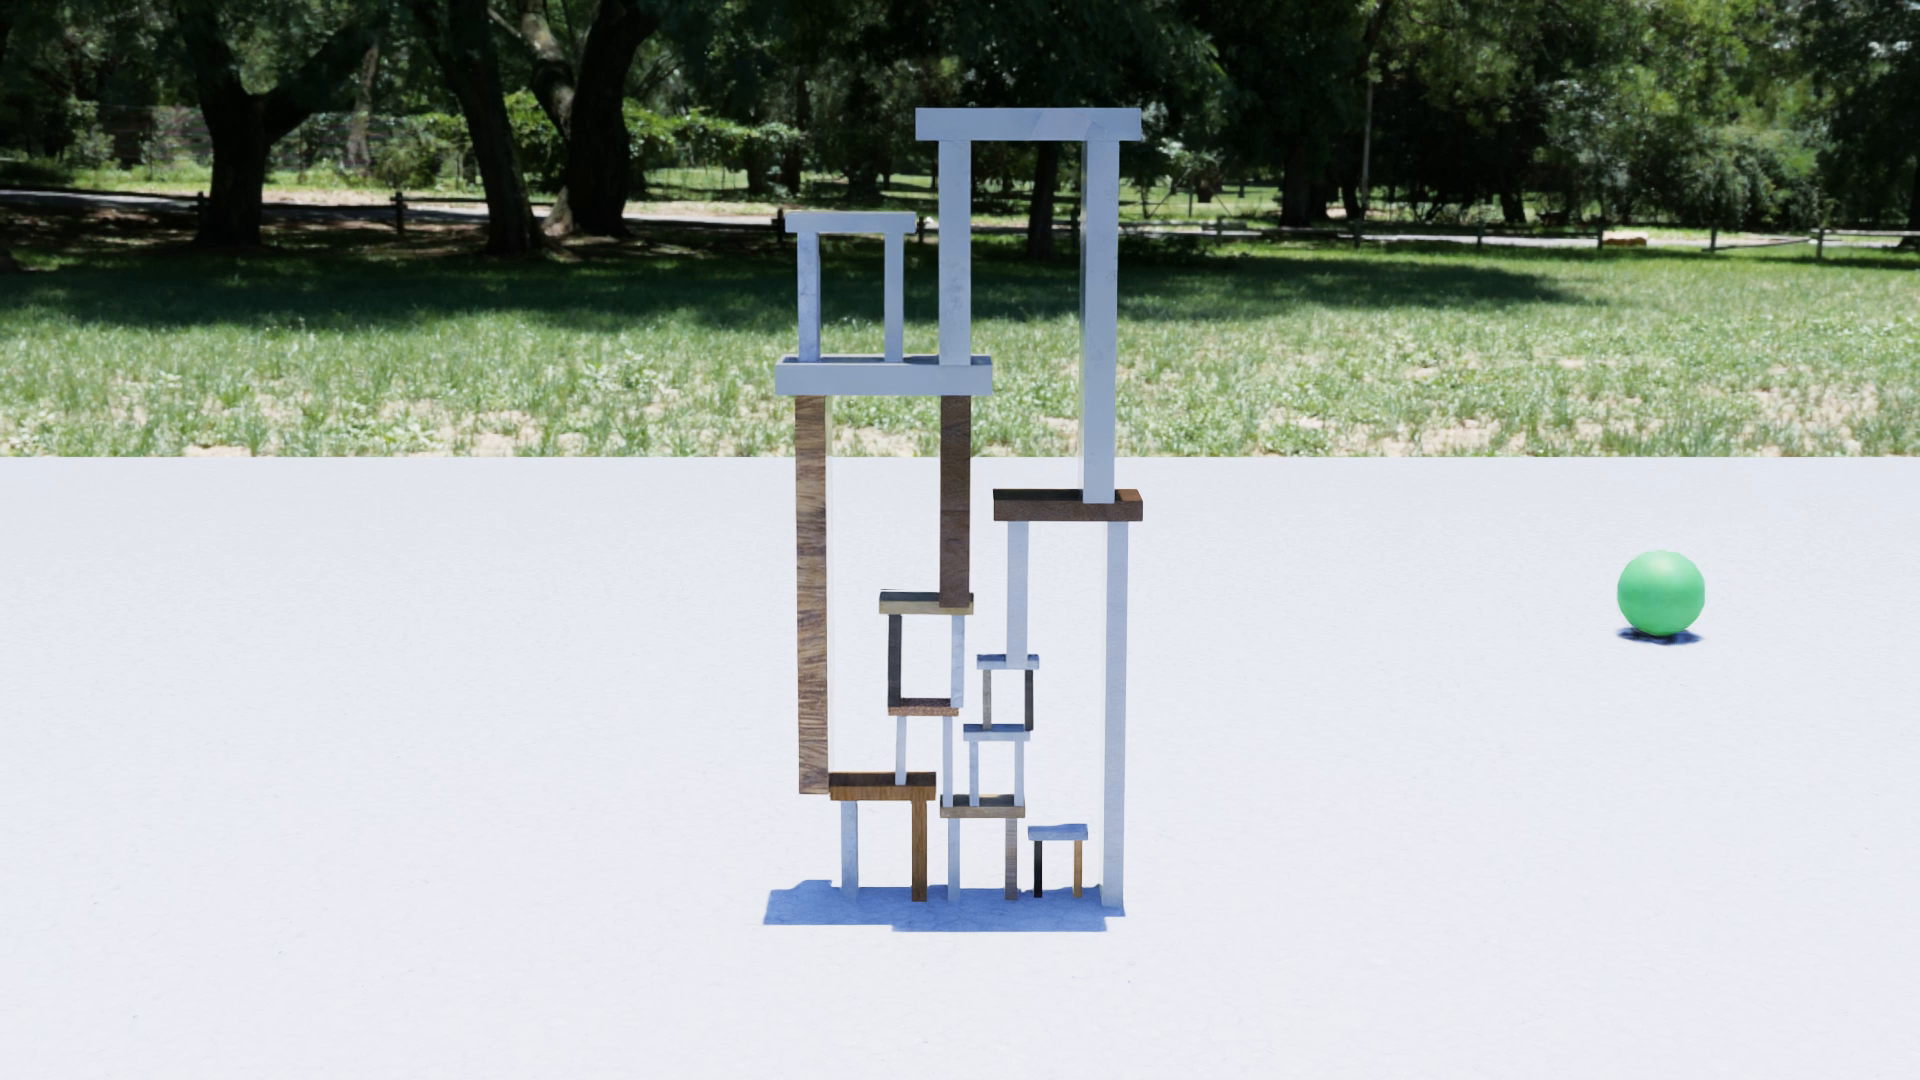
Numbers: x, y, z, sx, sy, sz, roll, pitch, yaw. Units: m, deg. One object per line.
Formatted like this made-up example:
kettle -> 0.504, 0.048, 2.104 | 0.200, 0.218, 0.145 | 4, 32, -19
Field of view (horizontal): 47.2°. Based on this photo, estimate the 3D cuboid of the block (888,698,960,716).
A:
block -> -0.059, 0.274, 3.604 | 0.116, 0.016, 0.058 | 0, 10, 0

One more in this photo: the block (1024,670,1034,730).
block -> 0.113, 0.257, 3.611 | 0.015, 0.103, 0.051 | 0, 11, 0

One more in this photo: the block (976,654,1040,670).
block -> 0.078, 0.199, 3.600 | 0.103, 0.015, 0.051 | 0, 11, 0

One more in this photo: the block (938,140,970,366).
block -> -0.009, -0.457, 3.473 | 0.049, 0.344, 0.172 | 0, 11, 0

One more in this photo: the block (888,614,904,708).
block -> -0.105, 0.189, 3.593 | 0.022, 0.154, 0.077 | 1, 11, 1

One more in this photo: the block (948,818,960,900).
block -> -0.010, 0.520, 3.658 | 0.020, 0.141, 0.071 | 0, 11, 0

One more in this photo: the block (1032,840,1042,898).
block -> 0.129, 0.541, 3.664 | 0.014, 0.099, 0.050 | 0, 11, 0

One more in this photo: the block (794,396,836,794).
block -> -0.234, 0.077, 3.571 | 0.048, 0.647, 0.169 | 0, 10, 0

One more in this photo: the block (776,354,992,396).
block -> -0.119, -0.264, 3.509 | 0.338, 0.048, 0.169 | 0, 11, 0

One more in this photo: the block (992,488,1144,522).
block -> 0.172, -0.057, 3.545 | 0.238, 0.034, 0.119 | 0, 11, 0

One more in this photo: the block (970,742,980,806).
block -> 0.023, 0.378, 3.626 | 0.016, 0.110, 0.055 | -1, 11, 0

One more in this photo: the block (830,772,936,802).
block -> -0.126, 0.407, 3.636 | 0.174, 0.025, 0.087 | 0, 11, 0

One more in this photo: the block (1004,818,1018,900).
block -> 0.085, 0.520, 3.658 | 0.020, 0.141, 0.071 | 0, 11, 0

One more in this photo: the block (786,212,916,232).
block -> -0.171, -0.502, 3.466 | 0.202, 0.029, 0.101 | 0, 11, -1

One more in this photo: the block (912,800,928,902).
block -> -0.067, 0.504, 3.657 | 0.025, 0.174, 0.087 | 0, 11, 0

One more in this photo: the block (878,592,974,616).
block -> -0.054, 0.103, 3.577 | 0.154, 0.022, 0.077 | 1, 10, 0

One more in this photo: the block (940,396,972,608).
block -> -0.008, -0.074, 3.545 | 0.048, 0.338, 0.169 | 0, 11, 0

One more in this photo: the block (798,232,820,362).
block -> -0.239, -0.388, 3.486 | 0.029, 0.203, 0.101 | 0, 11, 0

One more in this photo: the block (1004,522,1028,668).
block -> 0.092, 0.077, 3.570 | 0.034, 0.238, 0.119 | 0, 11, 0

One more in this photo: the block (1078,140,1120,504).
block -> 0.219, -0.350, 3.493 | 0.049, 0.562, 0.172 | 0, 11, 0

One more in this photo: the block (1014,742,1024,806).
block -> 0.097, 0.378, 3.626 | 0.016, 0.110, 0.055 | 0, 10, 0

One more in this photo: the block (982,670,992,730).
block -> 0.044, 0.257, 3.611 | 0.015, 0.103, 0.051 | 0, 10, 0

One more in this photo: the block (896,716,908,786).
block -> -0.096, 0.339, 3.615 | 0.016, 0.116, 0.058 | 1, 10, 0

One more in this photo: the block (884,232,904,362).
block -> -0.104, -0.388, 3.487 | 0.029, 0.202, 0.101 | 0, 11, 0

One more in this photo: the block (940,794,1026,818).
block -> 0.037, 0.441, 3.643 | 0.141, 0.020, 0.071 | 0, 10, 0

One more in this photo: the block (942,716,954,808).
block -> -0.020, 0.357, 3.619 | 0.016, 0.153, 0.058 | 0, 10, 1

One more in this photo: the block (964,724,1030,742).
block -> 0.060, 0.316, 3.615 | 0.110, 0.016, 0.055 | 0, 10, 0

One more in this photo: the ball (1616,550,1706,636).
ball -> 1.766, 0.133, 5.538 | 0.216, 0.216, 0.216 | 0, 11, 0

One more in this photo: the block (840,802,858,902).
block -> -0.183, 0.504, 3.657 | 0.025, 0.174, 0.087 | 0, 11, 0

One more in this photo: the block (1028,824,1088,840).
block -> 0.162, 0.485, 3.654 | 0.099, 0.014, 0.050 | 0, 11, 0

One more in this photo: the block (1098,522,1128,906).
block -> 0.251, 0.275, 3.607 | 0.034, 0.641, 0.119 | 0, 11, 0

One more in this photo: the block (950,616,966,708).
block -> -0.003, 0.190, 3.592 | 0.022, 0.154, 0.077 | 1, 10, 0

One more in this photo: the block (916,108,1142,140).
block -> 0.104, -0.650, 3.437 | 0.344, 0.049, 0.172 | 0, 11, 0

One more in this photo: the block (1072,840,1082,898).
block -> 0.196, 0.541, 3.664 | 0.014, 0.099, 0.050 | 0, 11, 0
